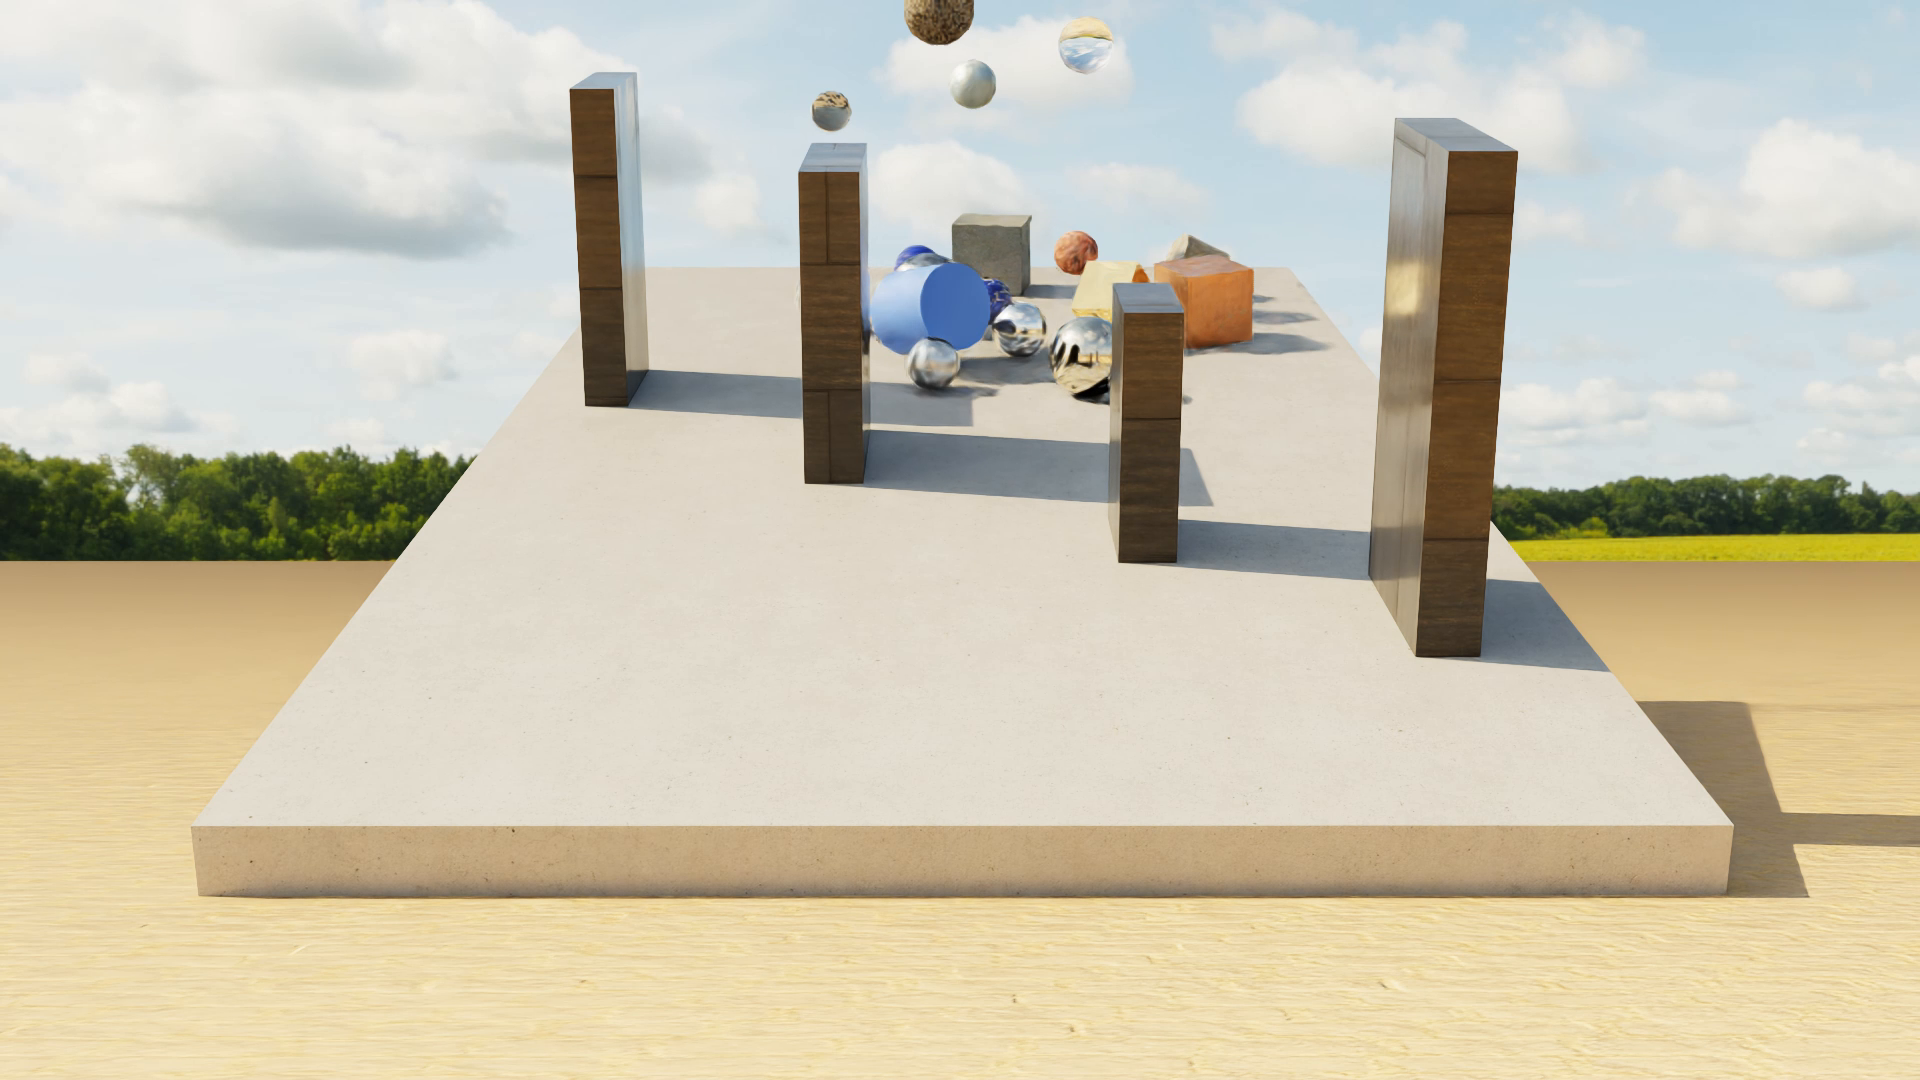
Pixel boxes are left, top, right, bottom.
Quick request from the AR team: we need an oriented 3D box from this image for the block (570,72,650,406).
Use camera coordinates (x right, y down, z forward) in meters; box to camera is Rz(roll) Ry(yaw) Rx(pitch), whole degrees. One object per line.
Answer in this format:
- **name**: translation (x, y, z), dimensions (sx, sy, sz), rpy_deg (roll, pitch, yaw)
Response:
- **block**: translation (-0.800, -0.696, 5.110), dimensions (0.097, 0.708, 0.374), rpy_deg (0, 17, 0)

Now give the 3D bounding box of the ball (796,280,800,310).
- **ball**: translation (-0.334, -0.637, 5.799), dimensions (0.186, 0.186, 0.186), rpy_deg (0, 0, 0)

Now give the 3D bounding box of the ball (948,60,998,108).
- **ball**: translation (0.036, -1.258, 6.147), dimensions (0.133, 0.133, 0.133), rpy_deg (0, 0, 0)

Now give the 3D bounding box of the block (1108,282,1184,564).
- **block**: translation (0.332, -0.215, 4.008), dimensions (0.104, 0.450, 0.277), rpy_deg (0, 17, 0)

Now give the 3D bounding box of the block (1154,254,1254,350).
- **block**: translation (0.620, -0.610, 5.688), dimensions (0.185, 0.185, 0.185), rpy_deg (-10, 22, -22)

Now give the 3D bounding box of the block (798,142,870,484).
- **block**: translation (-0.251, -0.471, 4.544), dimensions (0.117, 0.618, 0.433), rpy_deg (0, 17, 0)

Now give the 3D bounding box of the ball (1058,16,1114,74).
- **ball**: translation (0.362, -1.416, 6.376), dimensions (0.162, 0.162, 0.162), rpy_deg (0, 0, 0)

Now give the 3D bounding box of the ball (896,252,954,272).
- **ball**: translation (-0.080, -0.645, 5.797), dimensions (0.204, 0.204, 0.204), rpy_deg (0, 0, 0)

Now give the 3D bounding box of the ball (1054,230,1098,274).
- **ball**: translation (0.315, -0.782, 6.059), dimensions (0.121, 0.121, 0.121), rpy_deg (0, 0, 0)

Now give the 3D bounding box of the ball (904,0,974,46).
- **ball**: translation (-0.057, -1.421, 5.960), dimensions (0.191, 0.191, 0.191), rpy_deg (0, 0, 0)

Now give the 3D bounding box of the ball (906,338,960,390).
- **ball**: translation (-0.063, -0.409, 5.174), dimensions (0.124, 0.124, 0.124), rpy_deg (0, 0, 0)

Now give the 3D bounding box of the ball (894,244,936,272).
- **ball**: translation (-0.119, -0.770, 6.315), dimensions (0.134, 0.134, 0.134), rpy_deg (0, 0, 0)

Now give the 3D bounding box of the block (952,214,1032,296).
- **block**: translation (0.090, -0.813, 6.343), dimensions (0.199, 0.199, 0.199), rpy_deg (3, 18, 9)

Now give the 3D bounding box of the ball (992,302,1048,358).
- **ball**: translation (0.147, -0.520, 5.506), dimensions (0.139, 0.139, 0.139), rpy_deg (0, 0, 0)

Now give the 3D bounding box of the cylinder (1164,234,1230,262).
- **cylinder**: translation (0.661, -0.769, 6.229), dimensions (0.135, 0.135, 0.135), rpy_deg (22, -7, -17)

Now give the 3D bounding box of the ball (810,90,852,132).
- **ball**: translation (-0.365, -1.211, 6.296), dimensions (0.115, 0.115, 0.115), rpy_deg (0, 0, 0)

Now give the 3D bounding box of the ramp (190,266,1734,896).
- **ramp**: translation (-0.003, -0.178, 4.810), dimensions (2.000, 0.100, 4.000), rpy_deg (0, 17, 0)

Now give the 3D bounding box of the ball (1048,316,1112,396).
- **ball**: translation (0.297, -0.422, 5.114), dimensions (0.186, 0.186, 0.186), rpy_deg (0, 0, 0)

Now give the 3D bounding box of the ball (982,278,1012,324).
- **ball**: translation (0.074, -0.598, 5.575), dimensions (0.115, 0.115, 0.115), rpy_deg (0, 0, 0)

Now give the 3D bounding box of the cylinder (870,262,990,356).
- **cylinder**: translation (-0.072, -0.556, 5.376), dimensions (0.208, 0.208, 0.208), rpy_deg (0, 0, -36)

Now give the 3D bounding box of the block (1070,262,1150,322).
- **block**: translation (0.393, -0.603, 5.635), dimensions (0.146, 0.146, 0.146), rpy_deg (5, -28, 32)

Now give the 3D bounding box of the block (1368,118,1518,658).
- **block**: translation (0.764, -0.254, 3.568), dimensions (0.102, 0.787, 0.416), rpy_deg (0, 17, 0)
